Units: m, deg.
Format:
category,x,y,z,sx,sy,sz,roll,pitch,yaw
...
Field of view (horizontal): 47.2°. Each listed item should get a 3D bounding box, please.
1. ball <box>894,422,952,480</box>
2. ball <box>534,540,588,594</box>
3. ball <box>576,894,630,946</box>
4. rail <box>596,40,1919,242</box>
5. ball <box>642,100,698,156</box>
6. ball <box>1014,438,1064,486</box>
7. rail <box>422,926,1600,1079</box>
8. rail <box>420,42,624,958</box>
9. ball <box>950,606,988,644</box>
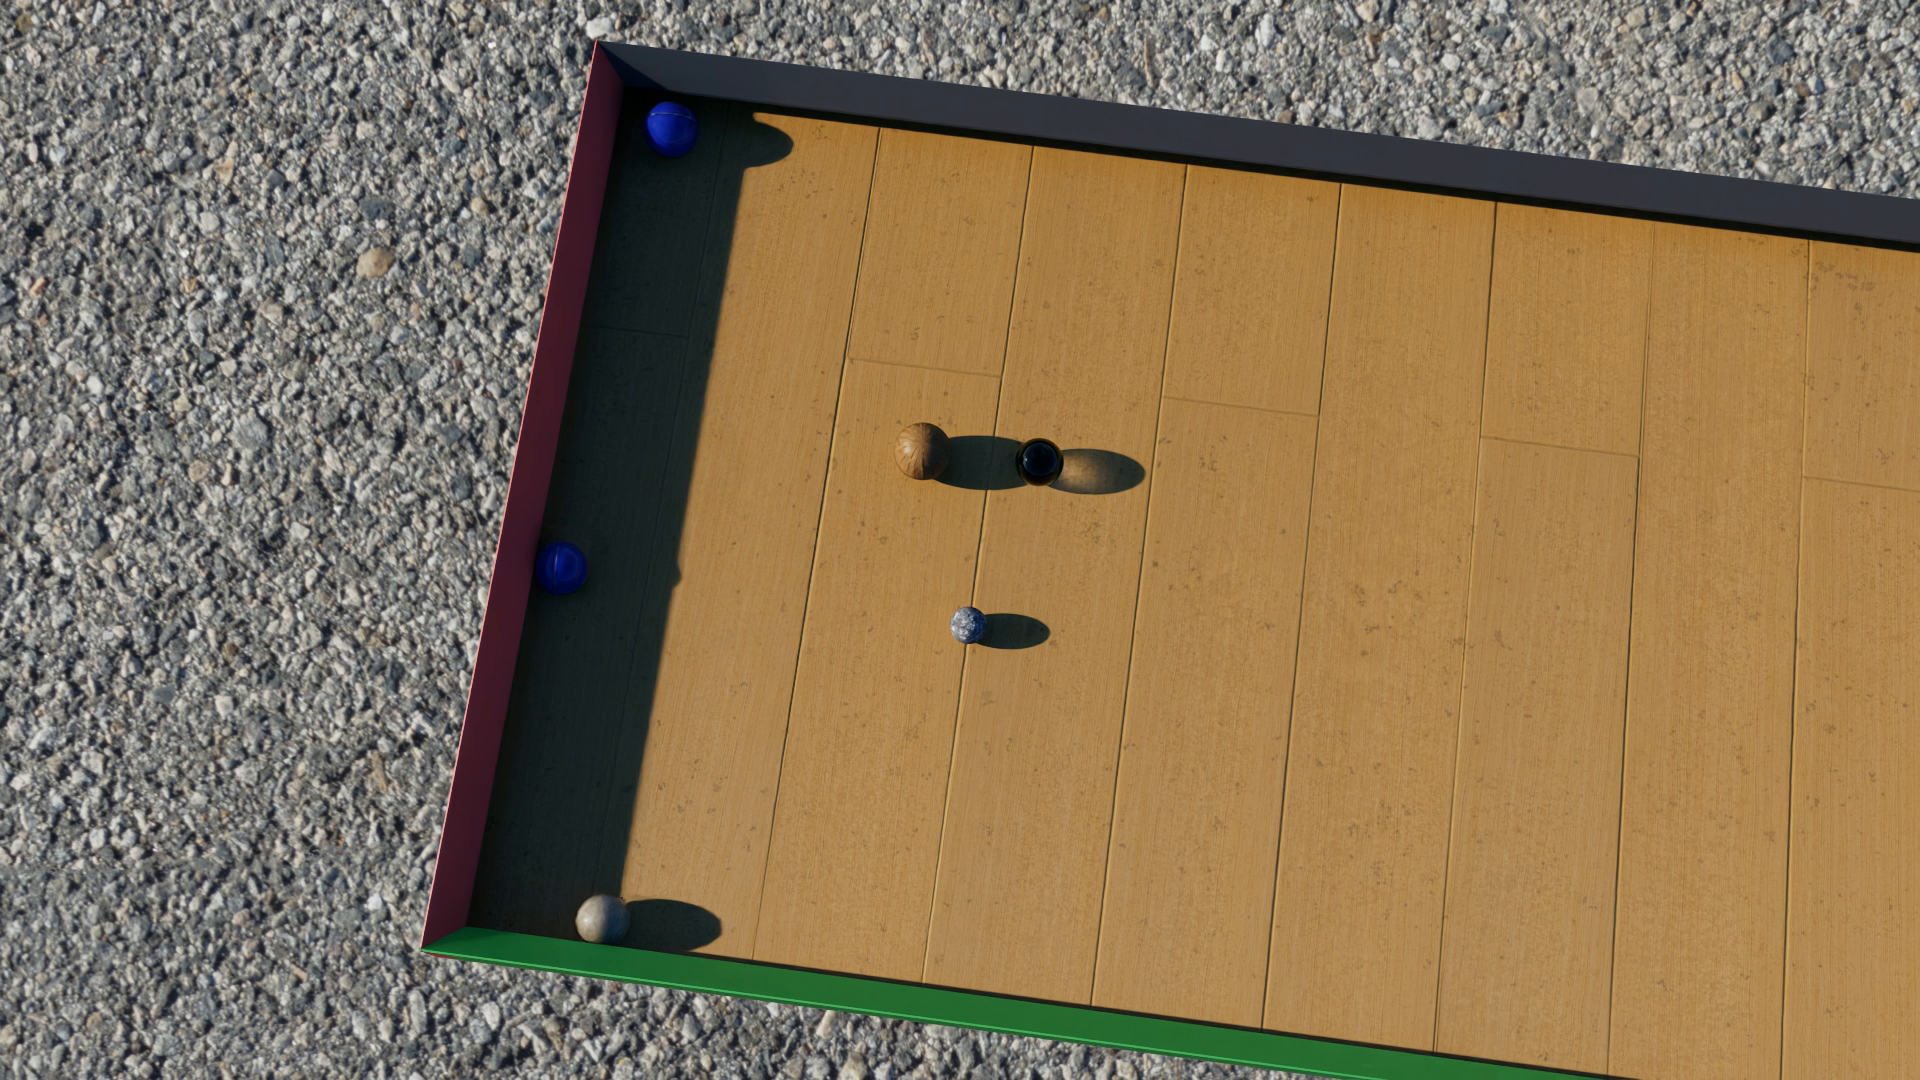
category,x,y,z,sx,sy,sz,roll,pitch,yaw
ball,-0.057,-0.136,3.378,0.090,0.090,0.090,0,75,0
ball,-0.604,0.041,3.334,0.080,0.080,0.080,0,75,0
ball,-0.519,0.554,3.197,0.078,0.078,0.078,0,75,0
rail,0.762,-0.584,3.484,2.708,0.116,0.045,7,75,2
ball,-0.464,-0.658,3.520,0.088,0.088,0.088,0,75,0
ball,0.122,-0.120,3.380,0.075,0.075,0.075,0,75,0
rail,0.580,0.744,3.124,2.708,0.116,0.045,7,75,2
rail,-0.648,-0.088,3.350,0.045,0.116,1.435,7,75,2
ball,0.013,0.129,3.323,0.057,0.057,0.057,0,75,0
